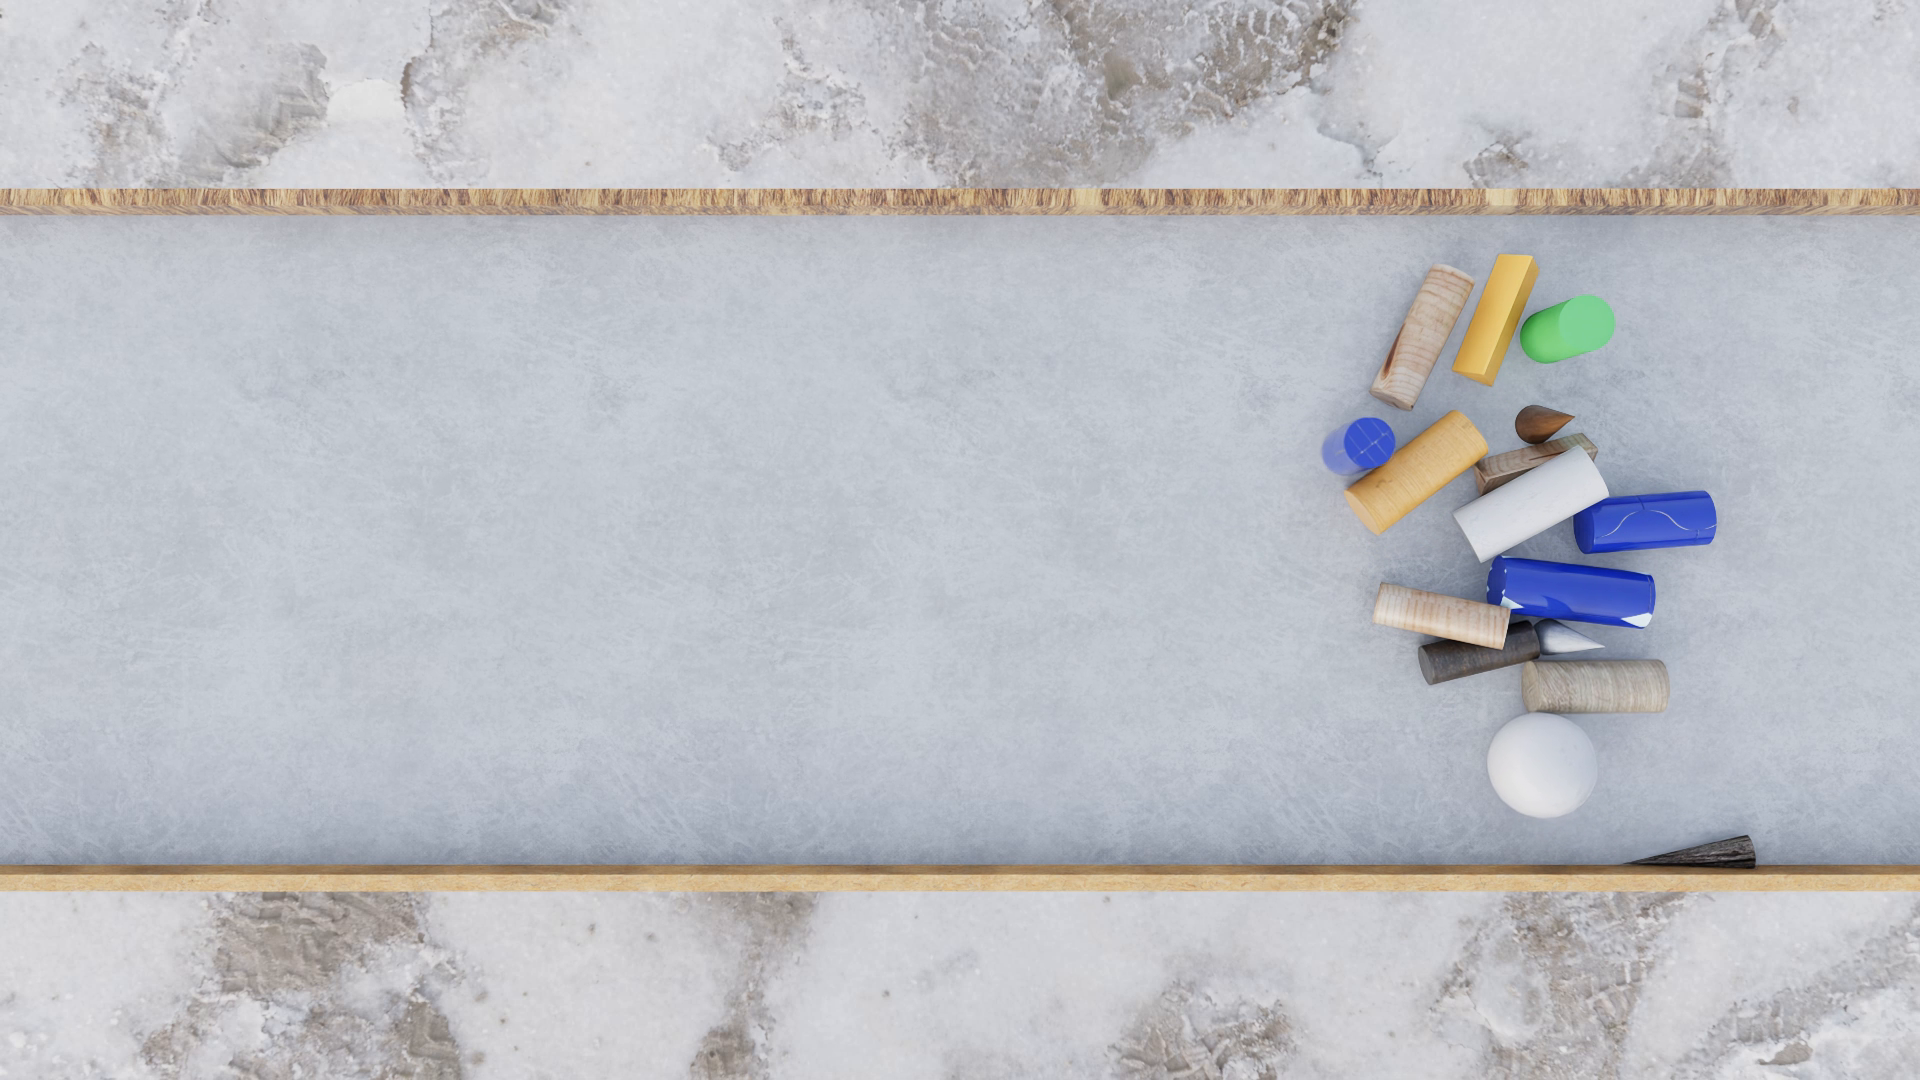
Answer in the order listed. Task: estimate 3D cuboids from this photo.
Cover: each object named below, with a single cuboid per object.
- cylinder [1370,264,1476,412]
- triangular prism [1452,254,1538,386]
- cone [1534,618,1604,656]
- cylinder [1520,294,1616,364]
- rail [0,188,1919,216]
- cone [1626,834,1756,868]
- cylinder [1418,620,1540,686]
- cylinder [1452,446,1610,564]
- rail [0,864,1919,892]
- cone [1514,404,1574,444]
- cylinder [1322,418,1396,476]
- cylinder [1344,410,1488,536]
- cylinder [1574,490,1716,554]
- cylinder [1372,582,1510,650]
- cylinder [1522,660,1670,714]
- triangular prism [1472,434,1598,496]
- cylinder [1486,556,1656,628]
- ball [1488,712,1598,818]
[{"bbox_3d":[1.403,-0.614,5.007,0.140,0.140,0.430,27,90,0],"label":"cylinder"},{"bbox_3d":[1.646,-0.675,5.016,0.132,0.114,0.386,22,90,0],"label":"triangular prism"},{"bbox_3d":[1.811,0.299,4.850,0.113,0.453,0.113,0,90,0],"label":"cone"},{"bbox_3d":[1.805,-0.625,4.912,0.164,0.328,0.164,0,90,0],"label":"cylinder"},{"bbox_3d":[-2.247,-1.025,5.002,12.000,0.150,0.050,0,90,0],"label":"rail"},{"bbox_3d":[2.221,0.973,5.051,0.378,0.102,0.102,-7,90,8],"label":"cone"},{"bbox_3d":[1.577,0.342,5.016,0.333,0.122,0.122,-14,90,0],"label":"cylinder"},{"bbox_3d":[1.707,-0.106,4.948,0.415,0.177,0.177,-30,90,12],"label":"cylinder"},{"bbox_3d":[-2.247,1.025,5.001,12.000,0.150,0.050,0,90,0],"label":"rail"},{"bbox_3d":[1.769,-0.355,4.908,0.122,0.338,0.122,0,90,0],"label":"cone"},{"bbox_3d":[1.185,-0.276,4.919,0.148,0.309,0.148,0,88,0],"label":"cylinder"},{"bbox_3d":[1.379,-0.205,4.992,0.408,0.170,0.170,-37,90,0],"label":"cylinder"},{"bbox_3d":[2.070,-0.054,4.993,0.365,0.168,0.168,-4,90,0],"label":"cylinder"},{"bbox_3d":[1.447,0.227,4.962,0.382,0.128,0.128,12,90,16],"label":"cylinder"},{"bbox_3d":[1.922,0.445,4.995,0.388,0.163,0.163,-1,90,0],"label":"cylinder"},{"bbox_3d":[1.757,-0.230,5.025,0.350,0.097,0.112,-15,90,0],"label":"triangular prism"},{"bbox_3d":[1.845,0.158,4.991,0.448,0.172,0.172,7,90,0],"label":"cylinder"},{"bbox_3d":[1.737,0.672,4.920,0.313,0.313,0.313,0,90,0],"label":"ball"}]
